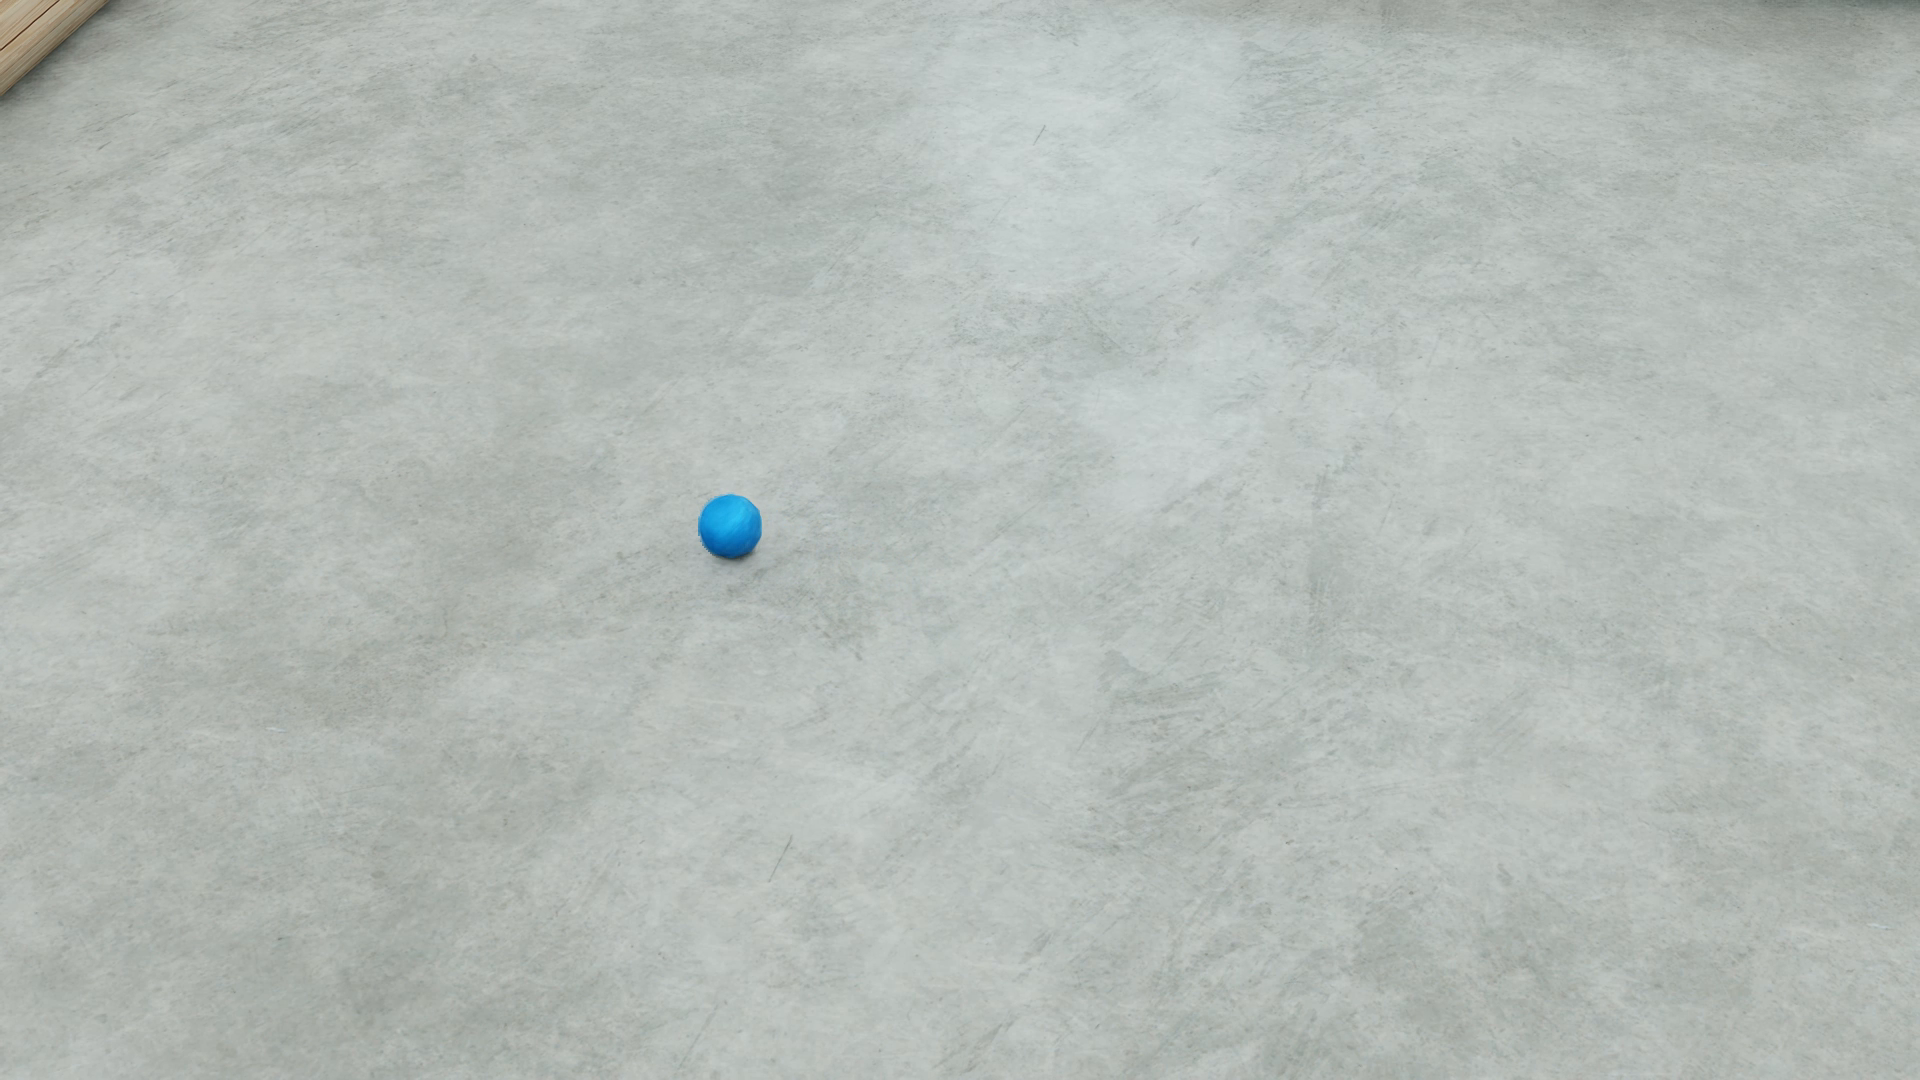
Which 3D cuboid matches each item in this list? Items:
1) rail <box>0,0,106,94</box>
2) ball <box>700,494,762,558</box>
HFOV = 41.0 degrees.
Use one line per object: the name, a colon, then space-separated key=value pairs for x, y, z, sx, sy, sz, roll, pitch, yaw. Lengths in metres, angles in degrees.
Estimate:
rail: x=-0.996 y=-0.128 z=1.912 sx=0.045 sy=0.116 sz=2.335 roll=6 pitch=36 yaw=9
ball: x=-0.161 y=-0.010 z=1.808 sx=0.045 sy=0.045 sz=0.045 roll=0 pitch=35 yaw=0
